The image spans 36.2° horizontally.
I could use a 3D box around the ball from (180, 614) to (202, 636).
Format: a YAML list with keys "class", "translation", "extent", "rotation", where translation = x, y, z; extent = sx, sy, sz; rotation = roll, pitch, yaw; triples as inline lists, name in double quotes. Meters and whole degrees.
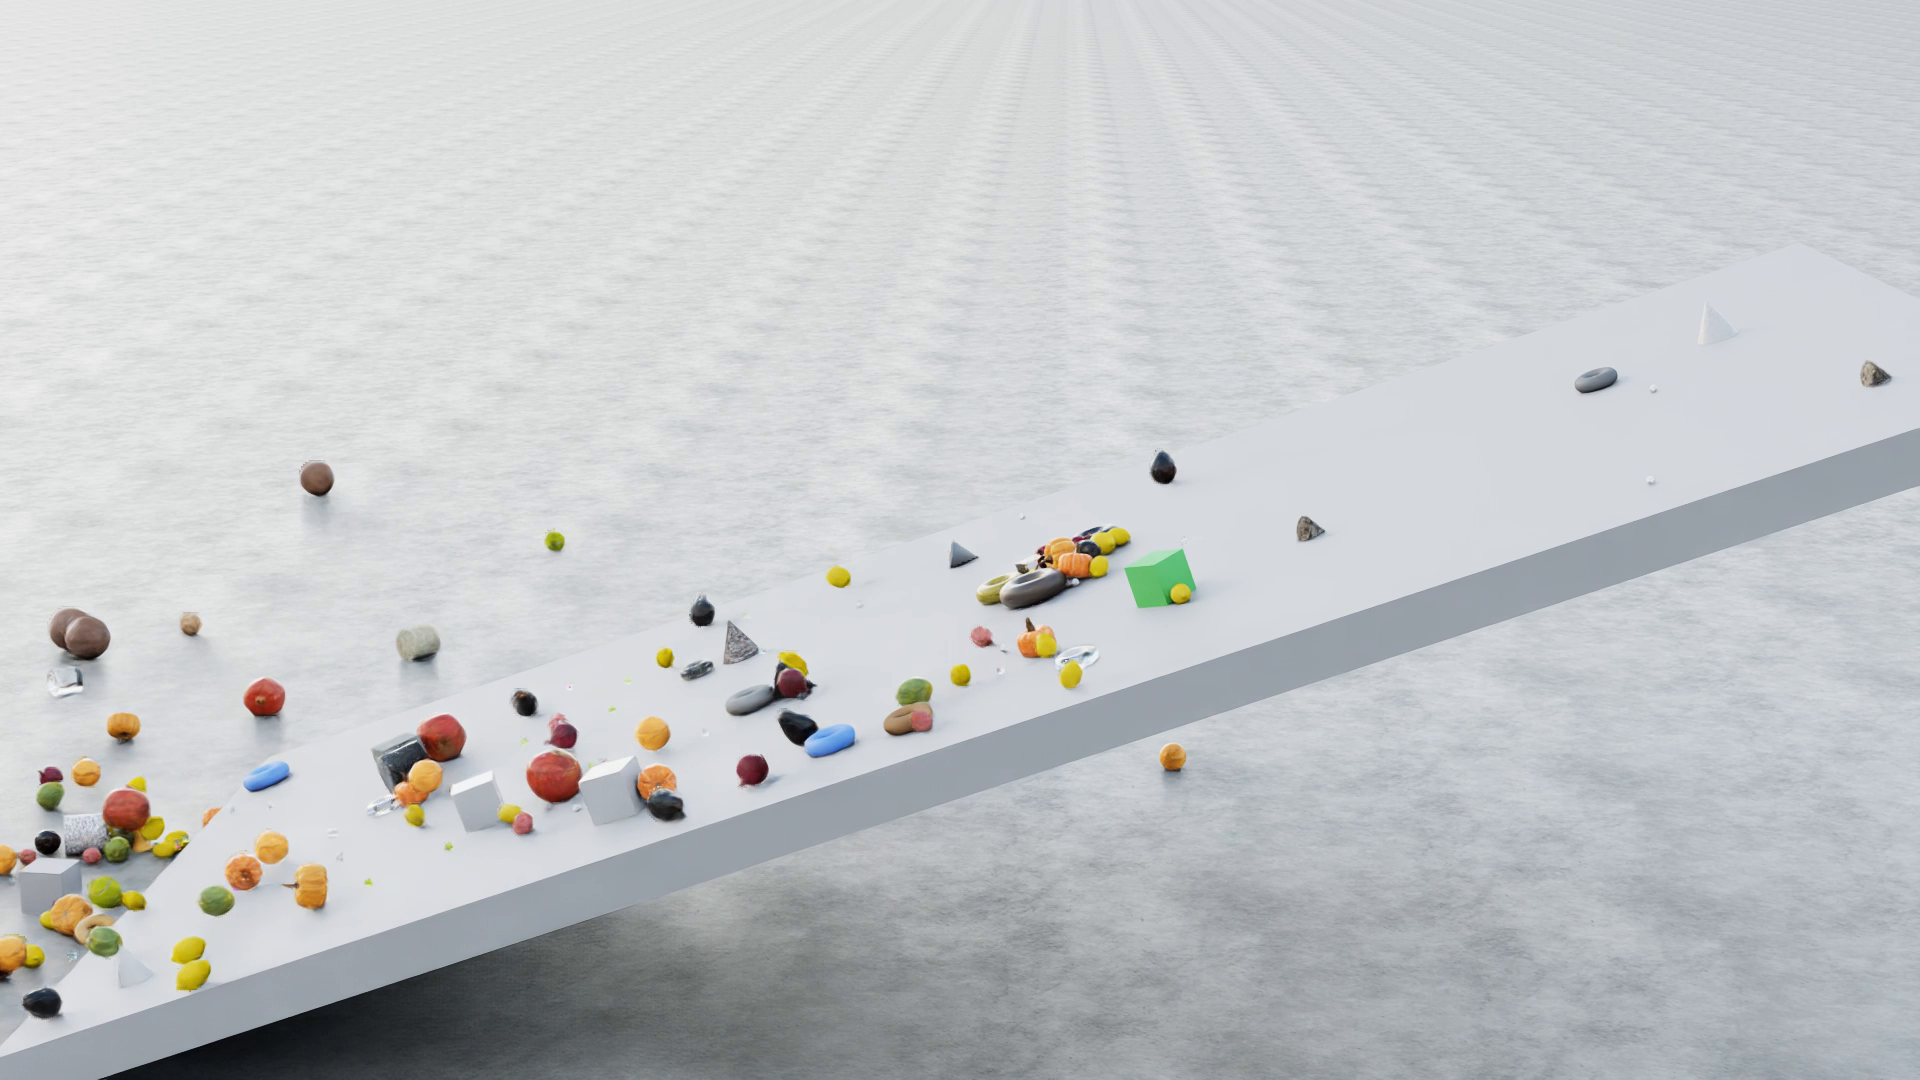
- class: "ball"
  translation: [-2.376, 0.262, 9.084]
  extent: [0.067, 0.067, 0.067]
  rotation: [0, 12, 0]

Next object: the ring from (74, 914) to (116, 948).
- class: "ring"
  translation: [-1.884, 0.854, 6.422]
  extent: [0.094, 0.031, 0.094]
  rotation: [7, 34, -4]

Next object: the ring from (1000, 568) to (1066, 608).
- class: "ring"
  translation: [0.154, 0.101, 6.213]
  extent: [0.148, 0.049, 0.148]
  rotation: [-19, 10, 3]

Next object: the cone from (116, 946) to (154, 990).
- class: "cone"
  translation: [-1.622, 0.822, 5.728]
  extent: [0.078, 0.078, 0.078]
  rotation: [-19, 11, 4]

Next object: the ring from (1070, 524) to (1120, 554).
- class: "ring"
  translation: [0.298, -0.002, 6.487]
  extent: [0.119, 0.040, 0.119]
  rotation: [-19, 10, 3]

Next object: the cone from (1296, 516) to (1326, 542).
- class: "cone"
  translation: [0.712, -0.021, 5.898]
  extent: [0.053, 0.053, 0.053]
  rotation: [5, 9, -27]

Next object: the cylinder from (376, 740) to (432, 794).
- class: "cylinder"
  translation: [-1.236, 0.507, 6.549]
  extent: [0.091, 0.091, 0.091]
  rotation: [-25, 23, -26]

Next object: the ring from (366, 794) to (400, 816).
- class: "ring"
  translation: [-1.256, 0.578, 6.411]
  extent: [0.078, 0.026, 0.078]
  rotation: [-18, 12, 4]

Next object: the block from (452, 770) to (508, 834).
- class: "block"
  translation: [-0.978, 0.533, 5.986]
  extent: [0.086, 0.086, 0.086]
  rotation: [-21, 11, -5]

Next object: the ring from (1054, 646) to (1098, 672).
- class: "ring"
  translation: [0.219, 0.224, 5.555]
  extent: [0.087, 0.029, 0.087]
  rotation: [-18, 11, 4]

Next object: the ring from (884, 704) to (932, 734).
- class: "ring"
  translation: [-0.098, 0.337, 5.547]
  extent: [0.098, 0.033, 0.098]
  rotation: [-20, 12, 4]

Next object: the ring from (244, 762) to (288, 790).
- class: "ring"
  translation: [-1.686, 0.574, 7.149]
  extent: [0.116, 0.039, 0.116]
  rotation: [-20, 12, 4]

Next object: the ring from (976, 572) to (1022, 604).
- class: "ring"
  translation: [0.089, 0.104, 6.337]
  extent: [0.117, 0.039, 0.117]
  rotation: [-20, 10, 4]

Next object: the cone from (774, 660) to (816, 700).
- class: "cone"
  translation: [-0.341, 0.299, 6.143]
  extent: [0.085, 0.085, 0.085]
  rotation: [8, 13, 2]

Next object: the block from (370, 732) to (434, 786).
- class: "block"
  translation: [-1.260, 0.497, 6.640]
  extent: [0.091, 0.091, 0.091]
  rotation: [-25, 12, -26]

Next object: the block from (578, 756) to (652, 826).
- class: "block"
  translation: [-0.665, 0.483, 5.670]
  extent: [0.092, 0.092, 0.092]
  rotation: [-16, 12, 17]

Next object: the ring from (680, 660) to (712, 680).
- class: "ring"
  translation: [-0.595, 0.292, 6.648]
  extent: [0.079, 0.026, 0.079]
  rotation: [-19, 10, 3]

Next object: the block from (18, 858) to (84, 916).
- class: "block"
  translation: [-2.050, 0.782, 6.634]
  extent: [0.100, 0.100, 0.100]
  rotation: [2, 13, 9]

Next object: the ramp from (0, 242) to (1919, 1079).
- class: "ramp"
  translation: [0.110, 0.179, 6.302]
  extent: [4.000, 0.100, 2.000]
  rotation: [-19, 11, 6]

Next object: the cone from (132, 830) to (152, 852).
- class: "cone"
  translation: [-1.964, 0.715, 7.041]
  extent: [0.050, 0.050, 0.050]
  rotation: [-7, 13, 2]

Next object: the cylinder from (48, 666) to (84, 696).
- class: "cylinder"
  translation: [-2.561, 0.403, 8.418]
  extent: [0.076, 0.076, 0.076]
  rotation: [-10, 16, -38]

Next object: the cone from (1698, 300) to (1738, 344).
- class: "cone"
  translation: [1.627, -0.481, 6.367]
  extent: [0.089, 0.089, 0.089]
  rotation: [-19, 11, 4]

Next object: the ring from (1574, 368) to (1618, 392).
- class: "ring"
  translation: [1.365, -0.344, 6.312]
  extent: [0.094, 0.031, 0.094]
  rotation: [-20, 12, 4]

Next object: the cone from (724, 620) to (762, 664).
- class: "cone"
  translation: [-0.510, 0.222, 6.666]
  extent: [0.093, 0.093, 0.093]
  rotation: [-19, 11, 4]

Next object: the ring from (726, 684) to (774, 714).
- class: "ring"
  translation: [-0.439, 0.334, 6.149]
  extent: [0.109, 0.036, 0.109]
  rotation: [-19, 10, 3]

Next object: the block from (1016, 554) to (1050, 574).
- class: "block"
  translation: [0.161, 0.065, 6.365]
  extent: [0.052, 0.052, 0.052]
  rotation: [-25, 12, -27]

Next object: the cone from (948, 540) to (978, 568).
- class: "cone"
  translation: [0.012, 0.037, 6.821]
  extent: [0.067, 0.067, 0.067]
  rotation: [7, 12, -5]

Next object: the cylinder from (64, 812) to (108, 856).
- class: "cylinder"
  translation: [-2.086, 0.701, 7.017]
  extent: [0.094, 0.094, 0.094]
  rotation: [-3, 13, -14]

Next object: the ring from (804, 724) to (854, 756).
- class: "ring"
  translation: [-0.248, 0.381, 5.594]
  extent: [0.102, 0.034, 0.102]
  rotation: [-19, 12, 4]

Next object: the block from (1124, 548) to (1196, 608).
- class: "block"
  translation: [0.396, 0.076, 5.815]
  extent: [0.087, 0.087, 0.087]
  rotation: [-28, 14, -37]
